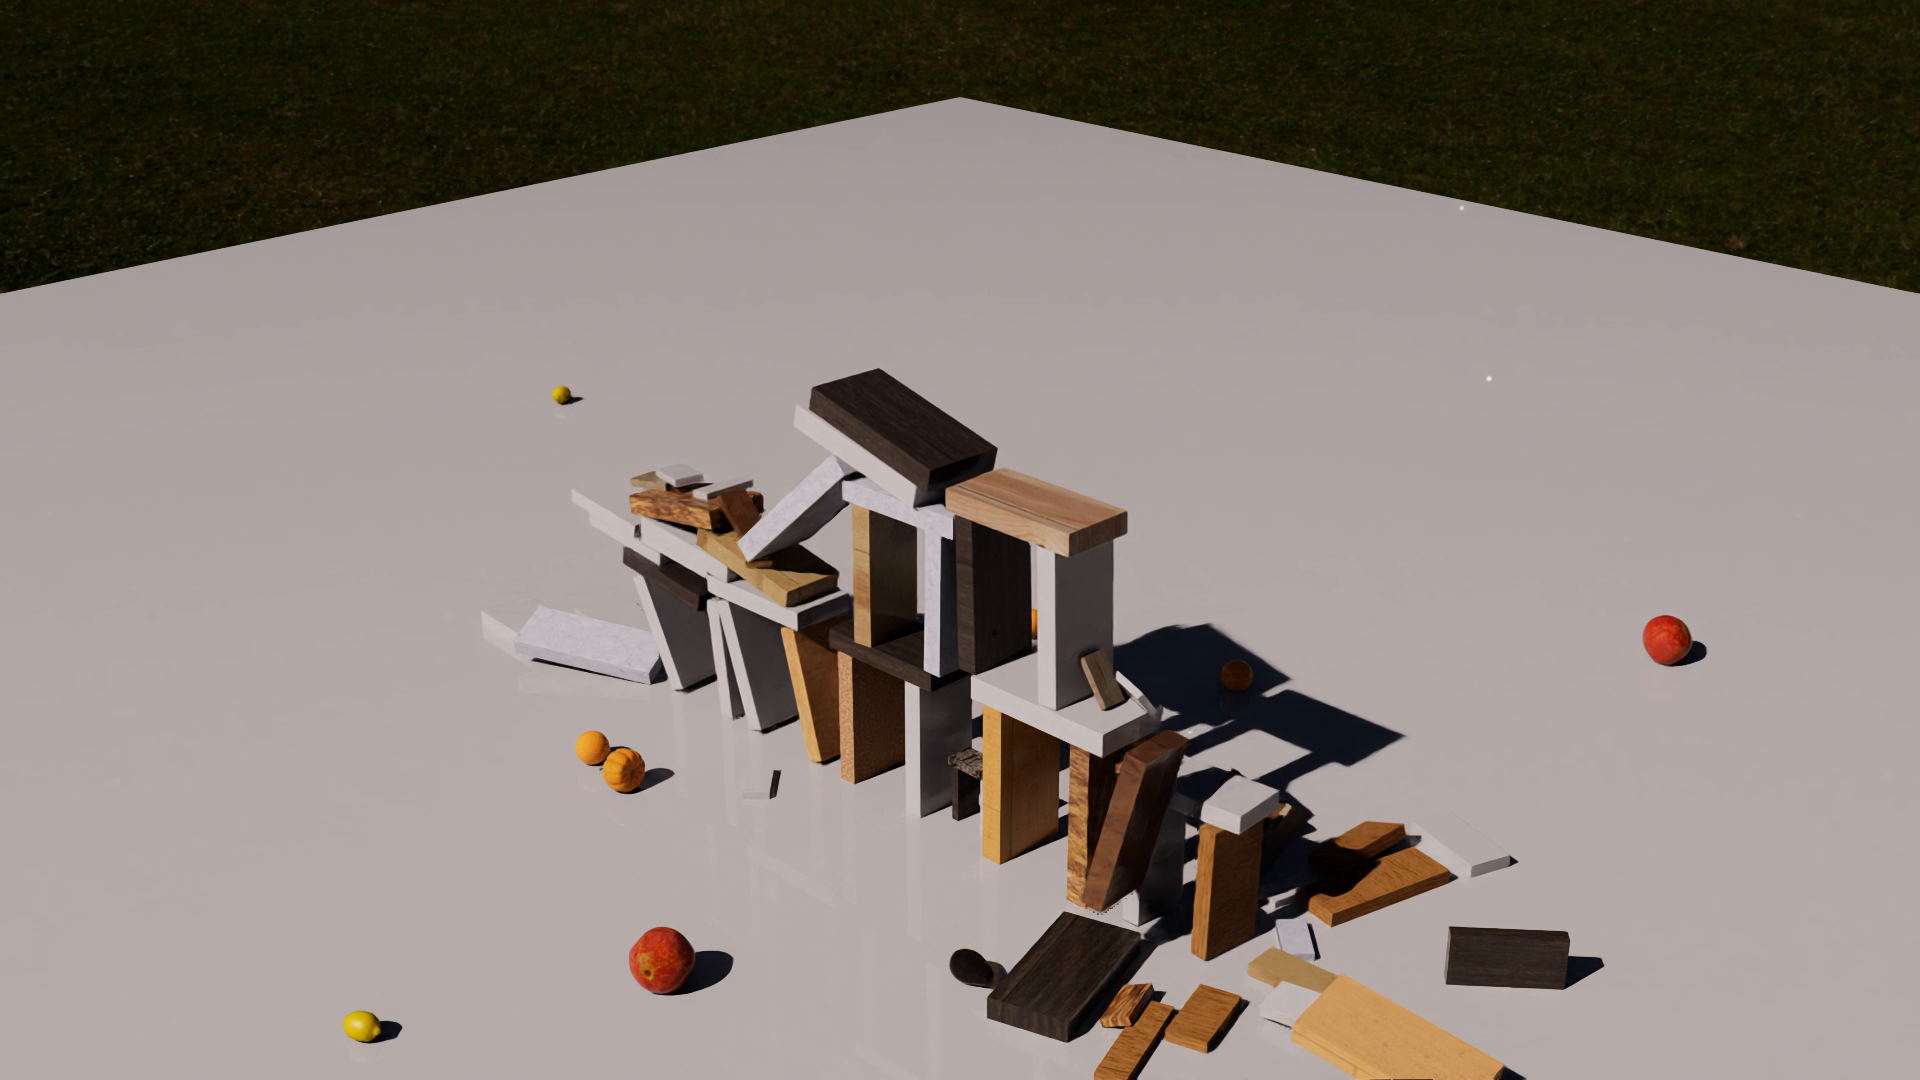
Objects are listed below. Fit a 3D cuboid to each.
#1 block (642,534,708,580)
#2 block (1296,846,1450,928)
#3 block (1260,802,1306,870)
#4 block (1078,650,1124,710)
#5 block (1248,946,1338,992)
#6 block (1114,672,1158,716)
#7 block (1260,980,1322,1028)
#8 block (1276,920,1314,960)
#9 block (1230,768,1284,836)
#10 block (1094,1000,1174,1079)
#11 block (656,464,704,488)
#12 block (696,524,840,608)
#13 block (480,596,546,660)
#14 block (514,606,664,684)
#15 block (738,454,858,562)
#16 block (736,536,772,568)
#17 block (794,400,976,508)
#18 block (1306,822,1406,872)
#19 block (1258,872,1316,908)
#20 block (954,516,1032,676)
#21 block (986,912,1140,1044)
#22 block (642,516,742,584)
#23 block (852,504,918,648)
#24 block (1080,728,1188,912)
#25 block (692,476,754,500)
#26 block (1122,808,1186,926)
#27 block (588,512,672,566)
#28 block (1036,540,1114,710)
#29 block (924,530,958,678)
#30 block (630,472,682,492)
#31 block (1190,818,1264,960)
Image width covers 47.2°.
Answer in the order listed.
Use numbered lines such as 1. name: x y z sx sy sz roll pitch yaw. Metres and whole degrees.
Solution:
1. block: -0.589 0.015 4.864 0.223 0.032 0.112 27 35 36
2. block: 0.785 0.657 4.175 0.292 0.029 0.103 -14 26 -29
3. block: 0.614 0.573 4.244 0.056 0.126 0.016 40 -4 -39
4. block: 0.262 0.257 4.060 0.051 0.103 0.015 -21 -3 -40
5. block: 0.597 0.776 3.904 0.156 0.022 0.078 19 29 37
6. block: 0.322 0.283 4.054 0.015 0.051 0.103 -42 32 -4
7. block: 0.600 0.807 3.767 0.156 0.022 0.078 12 34 38
8. block: 0.612 0.731 4.018 0.056 0.016 0.112 0 23 0
9. block: 0.575 0.537 4.393 0.094 0.027 0.188 -47 36 -5
10. block: 0.297 0.853 3.731 0.056 0.016 0.232 10 25 23
11. block: -0.624 -0.144 4.886 0.064 0.018 0.129 -14 18 -24
12. block: -0.411 0.038 4.684 0.292 0.041 0.146 33 38 33
13. block: -1.012 0.208 5.223 0.130 0.037 0.261 -19 30 -38
14. block: -0.843 0.241 5.065 0.340 0.037 0.131 12 40 14
15. block: -0.285 -0.086 4.494 0.175 0.050 0.412 -22 -11 -41
16. block: -0.435 0.021 4.649 0.056 0.016 0.112 -1 33 -17
17. block: -0.143 -0.187 4.300 0.175 0.050 0.350 -21 44 -40
18. block: 0.773 0.596 4.284 0.188 0.027 0.094 -20 11 -39
19. block: 0.624 0.665 4.174 0.112 0.016 0.056 -13 26 -28
20. block: 0.065 0.084 4.186 0.157 0.315 0.045 -21 29 -41
21. block: 0.187 0.769 3.892 0.154 0.044 0.308 12 26 26
22. block: -0.549 0.001 4.816 0.293 0.041 0.146 27 35 37
23. block: -0.149 0.049 4.401 0.043 0.301 0.150 17 28 34
24. block: 0.308 0.496 3.892 0.044 0.308 0.154 27 25 26
25. block: -0.517 -0.112 4.804 0.122 0.016 0.056 -20 21 -37
26. block: 0.362 0.573 4.076 0.037 0.260 0.130 21 30 39
27. block: -0.716 -0.020 4.975 0.250 0.032 0.112 28 34 35
28. block: 0.213 0.140 4.049 0.157 0.315 0.045 -21 29 -40
29. block: 0.000 0.103 4.274 0.043 0.301 0.150 22 32 40
30. block: -0.674 -0.131 4.928 0.129 0.018 0.064 9 23 44
31. block: 0.483 0.618 3.967 0.130 0.260 0.037 -17 28 -38
